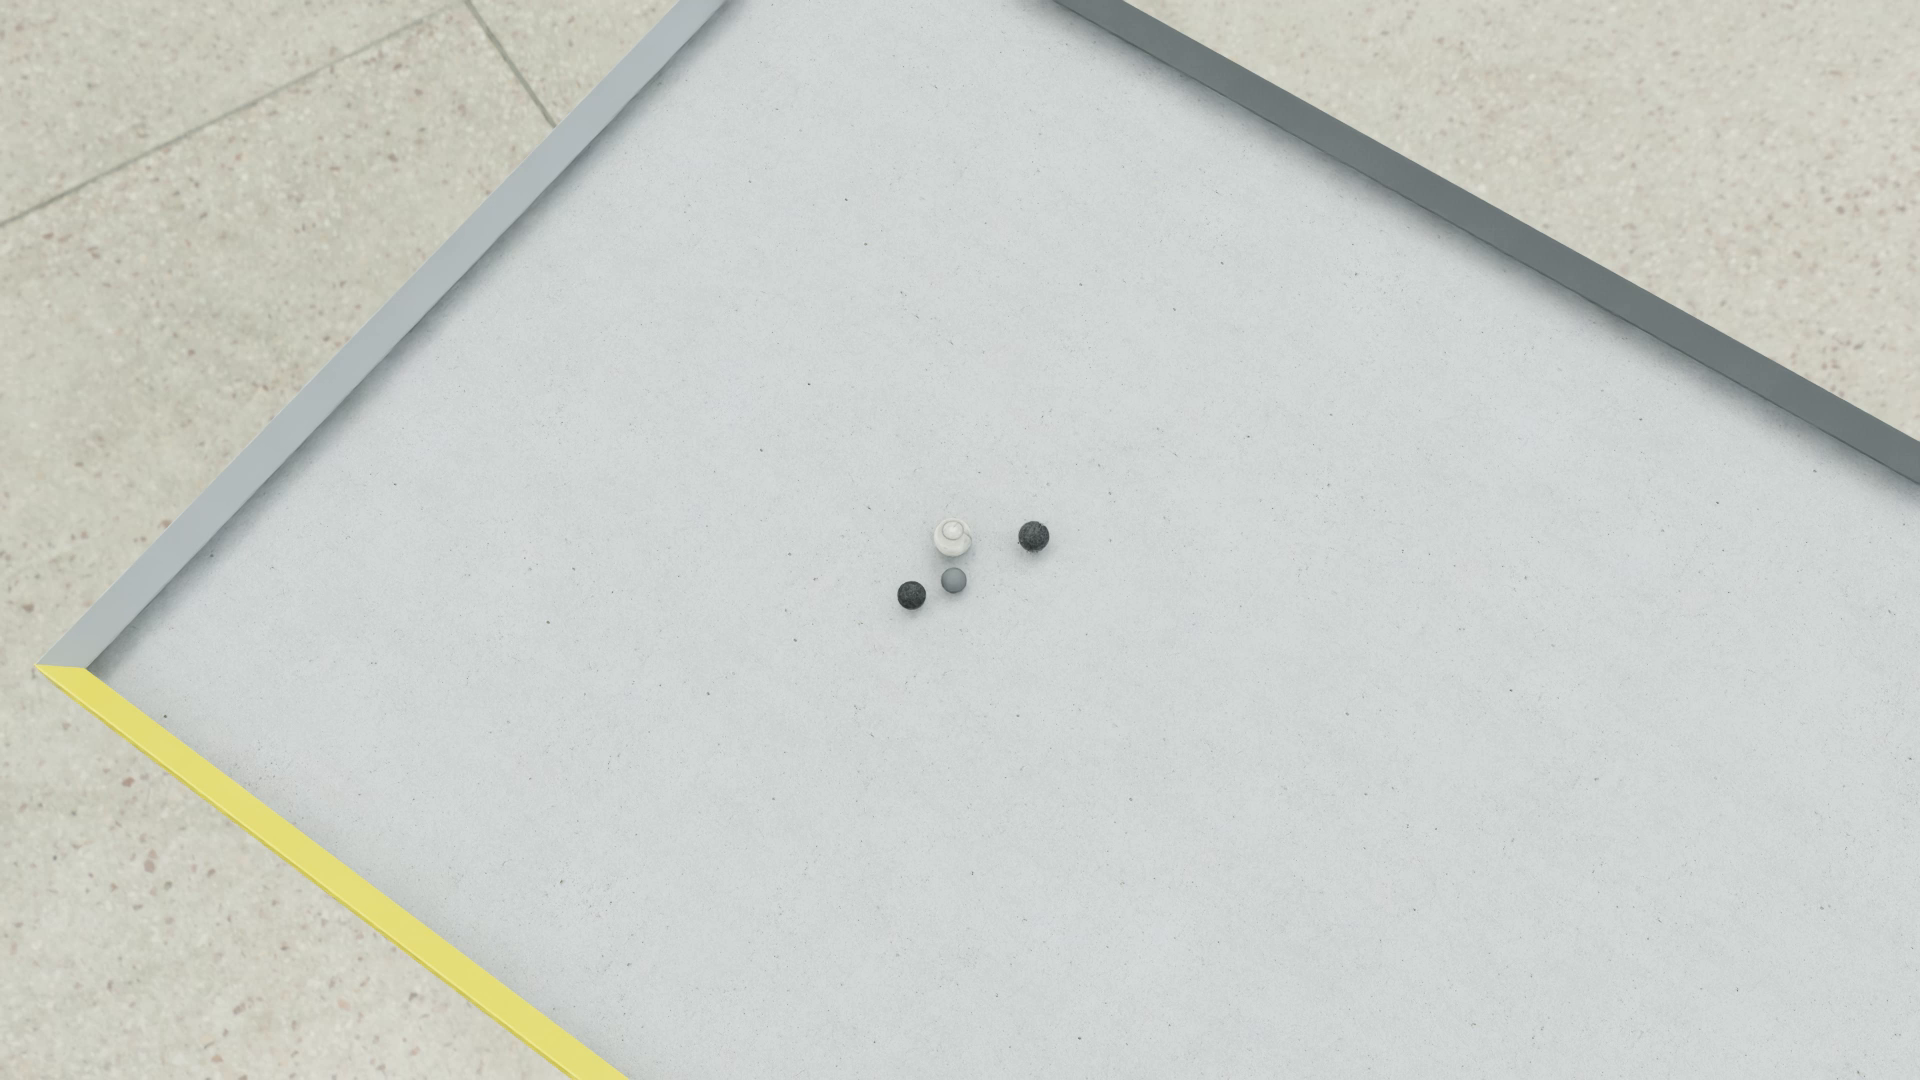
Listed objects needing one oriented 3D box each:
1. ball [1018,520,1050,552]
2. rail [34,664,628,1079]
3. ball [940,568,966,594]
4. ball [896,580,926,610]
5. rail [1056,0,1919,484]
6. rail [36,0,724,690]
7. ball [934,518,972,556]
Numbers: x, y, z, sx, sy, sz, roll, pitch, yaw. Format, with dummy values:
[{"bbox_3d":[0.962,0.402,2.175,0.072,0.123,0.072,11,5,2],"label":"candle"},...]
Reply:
[{"bbox_3d":[0.121,-0.006,3.604,0.052,0.052,0.052,0,64,0],"label":"ball"},{"bbox_3d":[0.254,1.284,2.964,4.156,0.081,0.045,33,69,15],"label":"rail"},{"bbox_3d":[-0.010,0.066,3.575,0.042,0.042,0.042,0,64,0],"label":"ball"},{"bbox_3d":[-0.078,0.089,3.560,0.048,0.048,0.048,0,64,0],"label":"ball"},{"bbox_3d":[1.438,-0.210,3.685,4.156,0.081,0.045,33,69,15],"label":"rail"},{"bbox_3d":[-0.826,-0.538,3.844,0.045,0.081,2.085,33,69,15],"label":"rail"},{"bbox_3d":[-0.012,-0.004,3.597,0.063,0.063,0.063,0,64,0],"label":"ball"}]
